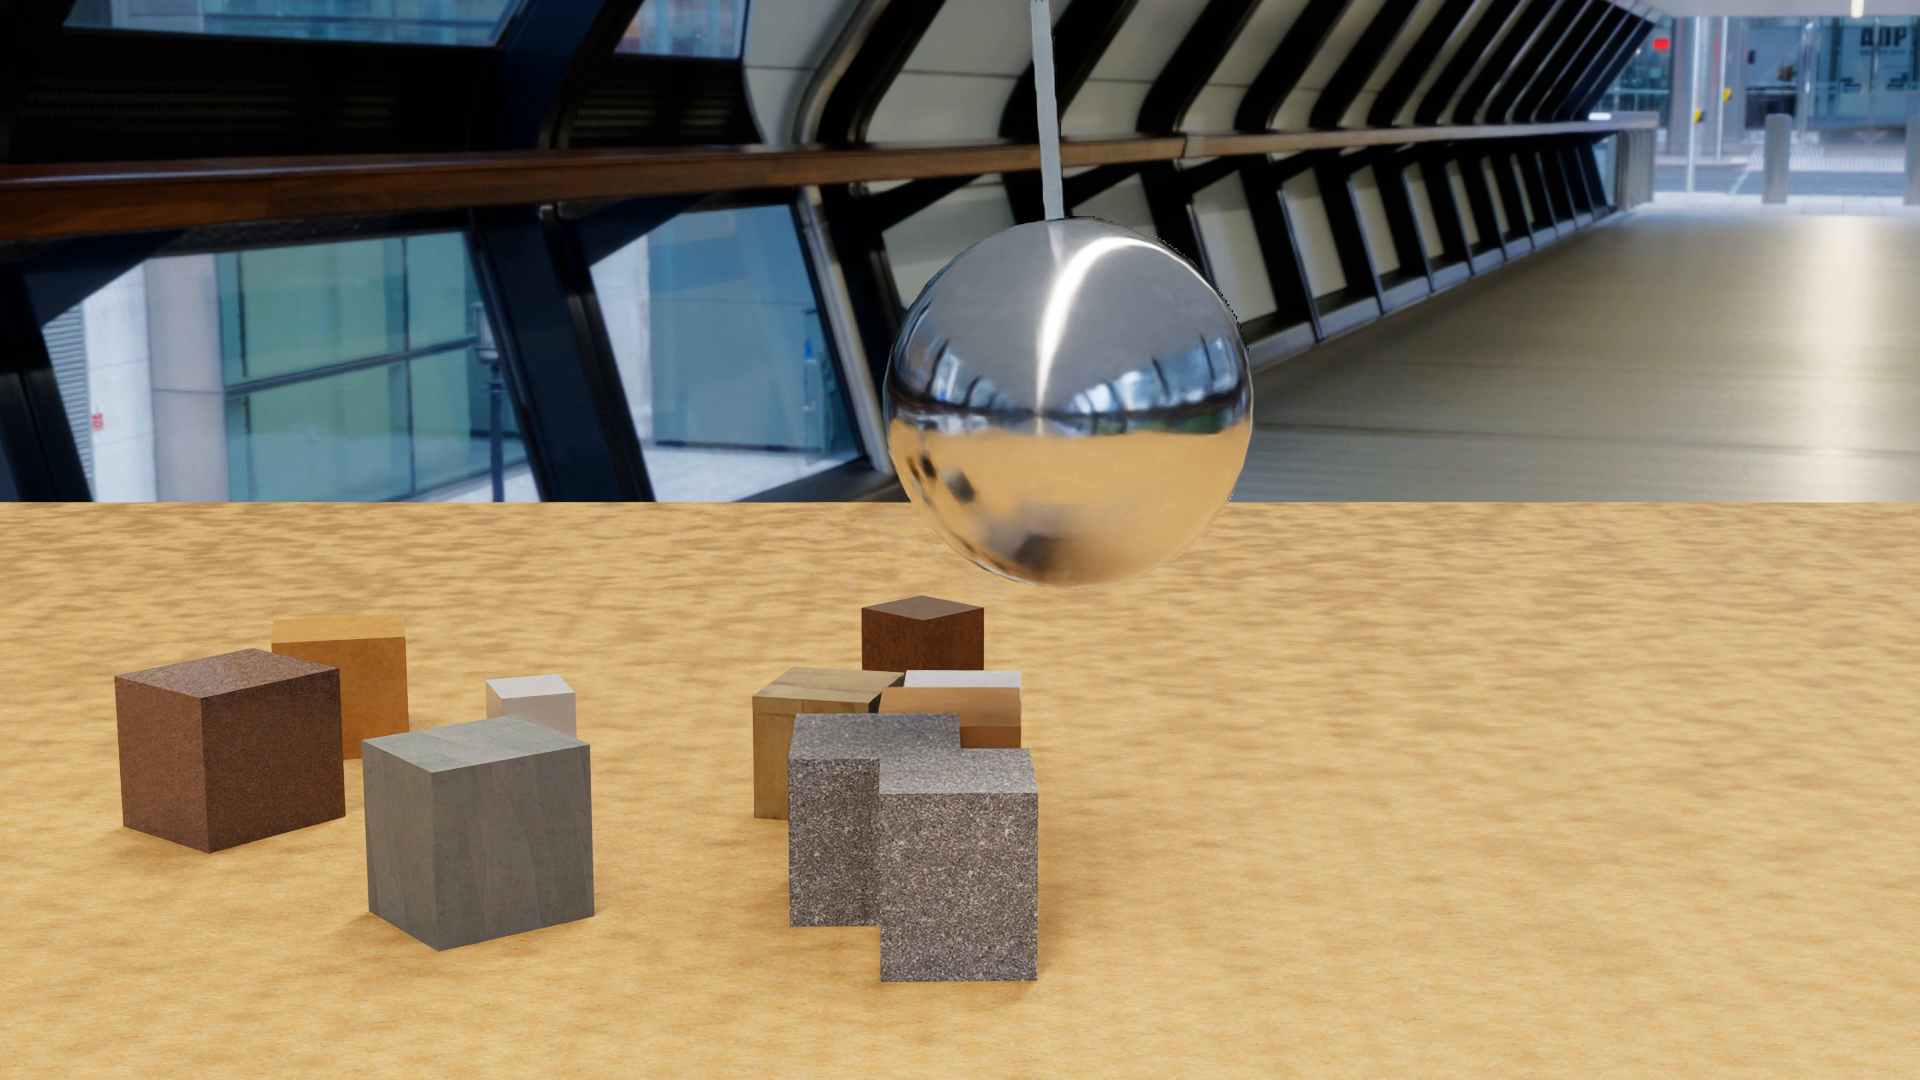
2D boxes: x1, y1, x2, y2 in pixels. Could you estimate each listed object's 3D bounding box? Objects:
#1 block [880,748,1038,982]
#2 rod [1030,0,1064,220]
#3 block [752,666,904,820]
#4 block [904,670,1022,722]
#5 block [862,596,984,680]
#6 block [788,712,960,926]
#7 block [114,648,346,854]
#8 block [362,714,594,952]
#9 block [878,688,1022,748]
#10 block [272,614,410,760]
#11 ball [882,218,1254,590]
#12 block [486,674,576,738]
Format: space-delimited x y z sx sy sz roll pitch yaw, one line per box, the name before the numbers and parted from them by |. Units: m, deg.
block | -0.013 1.295 10.311 0.615 0.763 0.668 0 10 -1
rod | 0.201 -3.920 10.468 0.080 5.200 0.080 -4 10 1
block | -0.629 0.991 12.442 0.571 0.599 0.640 3 11 14
block | 0.012 0.991 12.487 0.569 0.583 0.625 0 10 1
block | -0.212 0.637 14.625 0.497 0.515 0.490 10 14 43
block | -0.358 1.188 11.016 0.715 0.721 0.769 0 10 -1
block | -3.447 0.980 12.137 0.683 0.729 0.767 8 13 38
block | -2.026 1.214 10.795 0.722 0.749 0.650 -8 13 -37
block | -0.047 1.081 11.804 0.645 0.650 0.736 0 10 1
block | -3.262 0.775 13.524 0.671 0.636 0.589 -2 11 -13
ball | 0.464 -0.585 11.074 1.600 1.600 1.600 0 10 0
block | -2.183 0.958 13.063 0.373 0.441 0.430 -4 11 -21
